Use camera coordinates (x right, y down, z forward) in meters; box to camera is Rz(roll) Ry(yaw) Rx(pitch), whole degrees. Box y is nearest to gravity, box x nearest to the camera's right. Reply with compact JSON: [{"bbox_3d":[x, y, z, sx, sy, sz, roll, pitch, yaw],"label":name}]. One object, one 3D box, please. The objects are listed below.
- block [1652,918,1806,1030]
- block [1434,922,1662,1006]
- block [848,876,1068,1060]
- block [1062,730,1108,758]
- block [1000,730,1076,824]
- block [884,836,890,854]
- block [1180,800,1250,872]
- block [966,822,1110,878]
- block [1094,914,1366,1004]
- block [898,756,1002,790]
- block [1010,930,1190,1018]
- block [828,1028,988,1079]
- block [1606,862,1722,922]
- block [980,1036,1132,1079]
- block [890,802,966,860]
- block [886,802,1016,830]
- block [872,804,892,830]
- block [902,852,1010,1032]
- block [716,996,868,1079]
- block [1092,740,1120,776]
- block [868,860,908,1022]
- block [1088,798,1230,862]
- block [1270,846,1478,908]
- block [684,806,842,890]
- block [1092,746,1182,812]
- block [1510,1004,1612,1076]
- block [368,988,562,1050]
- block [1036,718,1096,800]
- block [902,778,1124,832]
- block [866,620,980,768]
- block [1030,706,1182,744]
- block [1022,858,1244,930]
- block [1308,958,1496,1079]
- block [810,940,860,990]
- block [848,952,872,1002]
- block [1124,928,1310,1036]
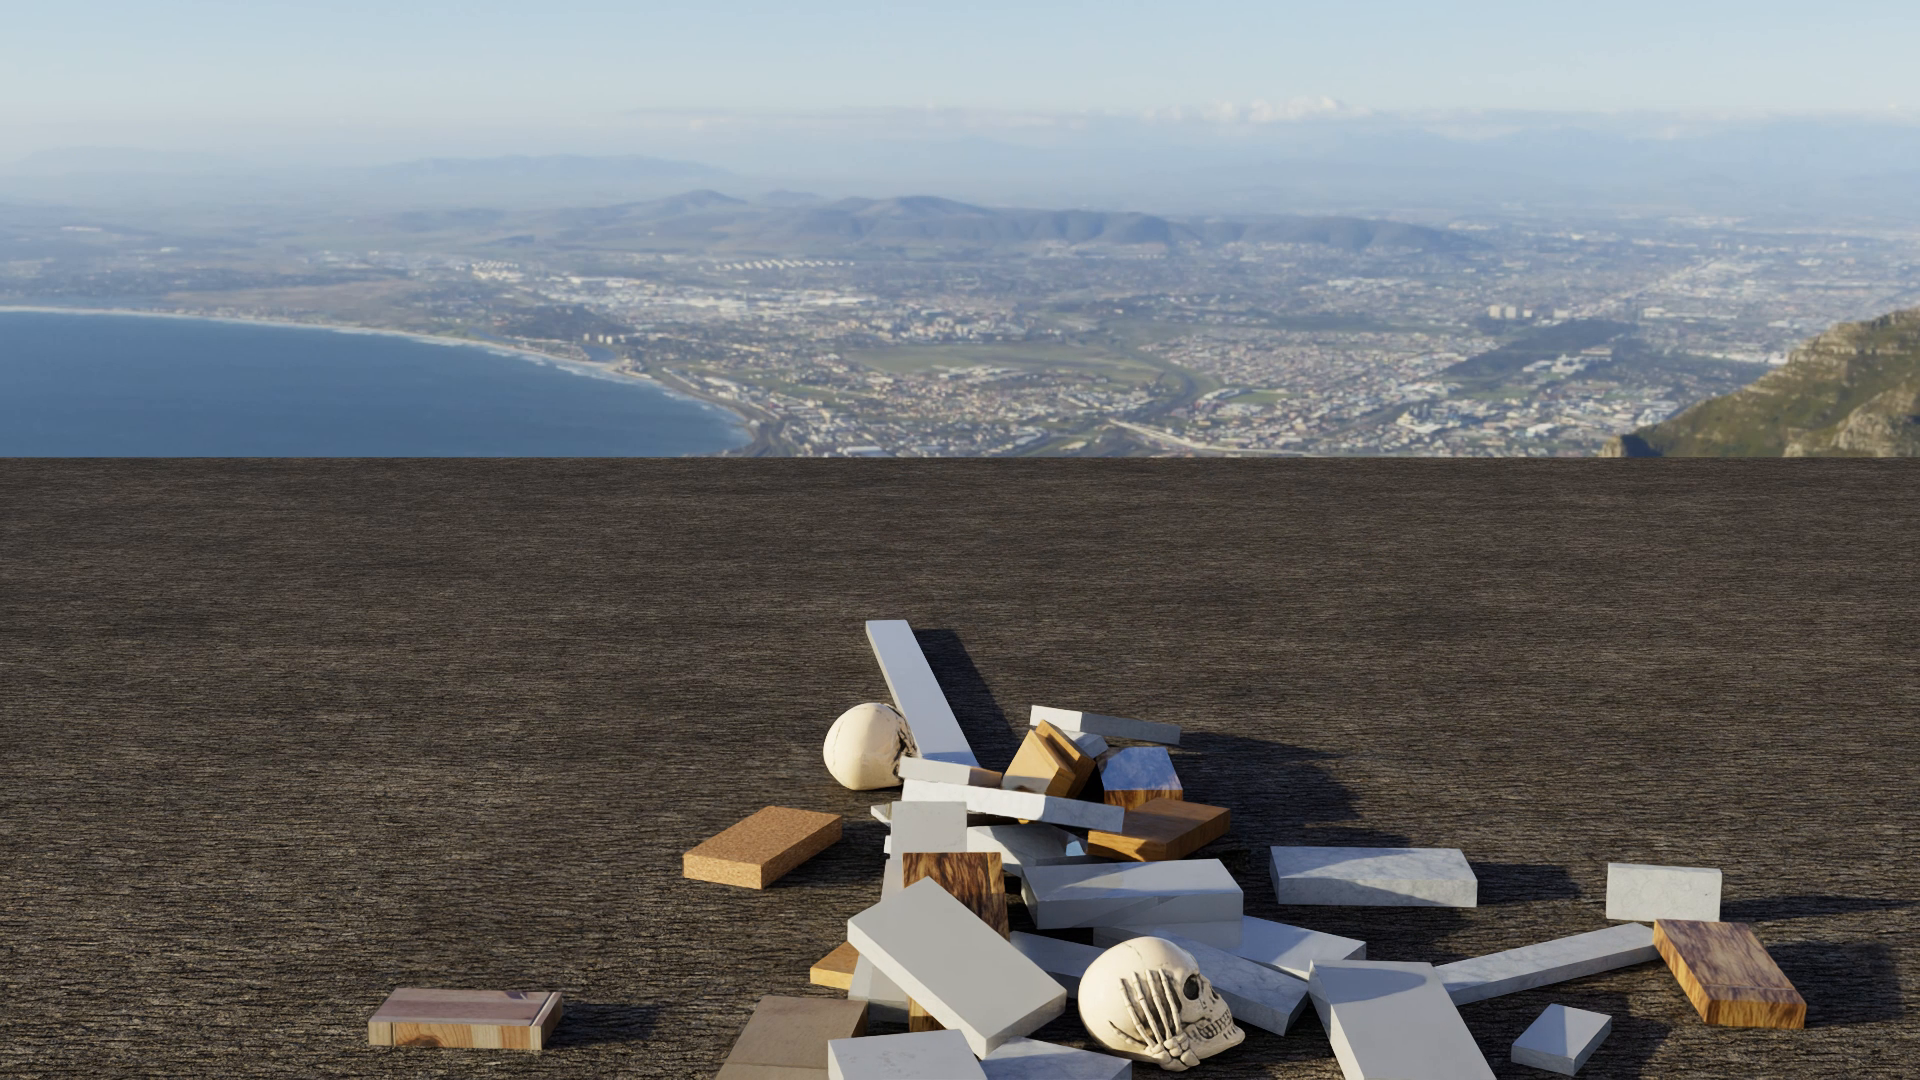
[{"bbox_3d":[1.130,0.637,3.243,0.137,0.039,0.274,3,15,1],"label":"block"},{"bbox_3d":[0.819,0.647,3.294,0.602,0.024,0.086,-6,12,-27],"label":"block"},{"bbox_3d":[-0.007,0.595,3.075,0.148,0.042,0.296,-24,41,-34],"label":"block"},{"bbox_3d":[0.205,0.416,4.303,0.103,0.029,0.205,-31,8,-16],"label":"block"},{"bbox_3d":[0.140,0.448,4.076,0.037,0.129,0.258,28,5,-14],"label":"block"},{"bbox_3d":[-0.043,0.528,3.725,0.101,0.029,0.202,4,-10,21],"label":"block"},{"bbox_3d":[0.407,0.527,3.901,0.141,0.040,0.283,-2,11,-9],"label":"block"},{"bbox_3d":[0.131,0.521,3.684,0.137,0.039,0.274,21,6,30],"label":"block"},{"bbox_3d":[0.410,0.623,3.368,0.384,0.046,0.162,7,13,34],"label":"block"},{"bbox_3d":[-0.015,0.432,4.044,0.129,0.037,0.258,7,-7,15],"label":"block"},{"bbox_3d":[0.191,0.645,3.277,0.319,0.034,0.121,6,12,29],"label":"block"},{"bbox_3d":[-0.048,0.696,2.690,0.174,0.049,0.348,-2,11,-12],"label":"block"},{"bbox_3d":[1.133,0.570,3.541,0.173,0.086,0.024,2,11,10],"label":"block"},{"bbox_3d":[0.041,0.738,2.735,0.174,0.049,0.463,5,12,27],"label":"block"},{"bbox_3d":[-0.049,0.504,3.429,0.119,0.034,0.238,0,38,0],"label":"block"},{"bbox_3d":[-0.015,0.474,3.742,0.203,0.029,0.101,11,-7,-37],"label":"block"},{"bbox_3d":[-0.120,0.510,4.059,0.053,0.015,0.106,-4,11,-22],"label":"block"},{"bbox_3d":[-0.004,0.579,3.176,0.148,0.042,0.337,0,33,-4],"label":"block"},{"bbox_3d":[-0.225,0.697,2.975,0.149,0.042,0.299,1,11,8],"label":"block"},{"bbox_3d":[0.295,0.442,4.386,0.103,0.029,0.205,-6,12,-29],"label":"block"},{"bbox_3d":[-0.048,0.589,3.234,0.148,0.042,0.296,4,33,2],"label":"block"},{"bbox_3d":[0.345,0.500,3.778,0.141,0.040,0.283,6,8,28],"label":"block"},{"bbox_3d":[0.689,0.563,3.687,0.323,0.046,0.162,0,11,2],"label":"block"},{"bbox_3d":[-0.341,0.535,3.849,0.149,0.042,0.299,5,11,24],"label":"block"},{"bbox_3d":[0.331,0.447,4.132,0.141,0.040,0.328,0,8,0],"label":"block"},{"bbox_3d":[0.836,0.692,3.053,0.086,0.024,0.173,7,12,32],"label":"block"},{"bbox_3d":[-0.697,0.676,3.109,0.243,0.034,0.121,1,11,4],"label":"block"},{"bbox_3d":[0.174,0.434,4.152,0.037,0.129,0.258,28,3,-17],"label":"block"},{"bbox_3d":[0.082,0.460,3.831,0.149,0.042,0.557,12,-8,-25],"label":"block"},{"bbox_3d":[-0.092,0.350,4.883,0.103,0.029,1.452,-1,11,-7],"label":"block"},{"bbox_3d":[0.297,0.376,4.463,0.301,0.039,0.137,12,-5,-43],"label":"block"},{"bbox_3d":[0.269,0.557,3.469,0.323,0.046,0.162,-1,11,-7],"label":"block"},{"bbox_3d":[0.596,0.672,2.998,0.174,0.049,0.348,2,15,-3],"label":"block"},{"bbox_3d":[-0.149,0.638,3.342,0.086,0.024,0.172,5,11,24],"label":"block"},{"bbox_3d":[-0.107,0.629,3.247,0.086,0.024,0.172,3,29,7],"label":"block"},{"bbox_3d":[0.374,0.637,3.182,0.243,0.034,0.121,18,16,20],"label":"block"}]
